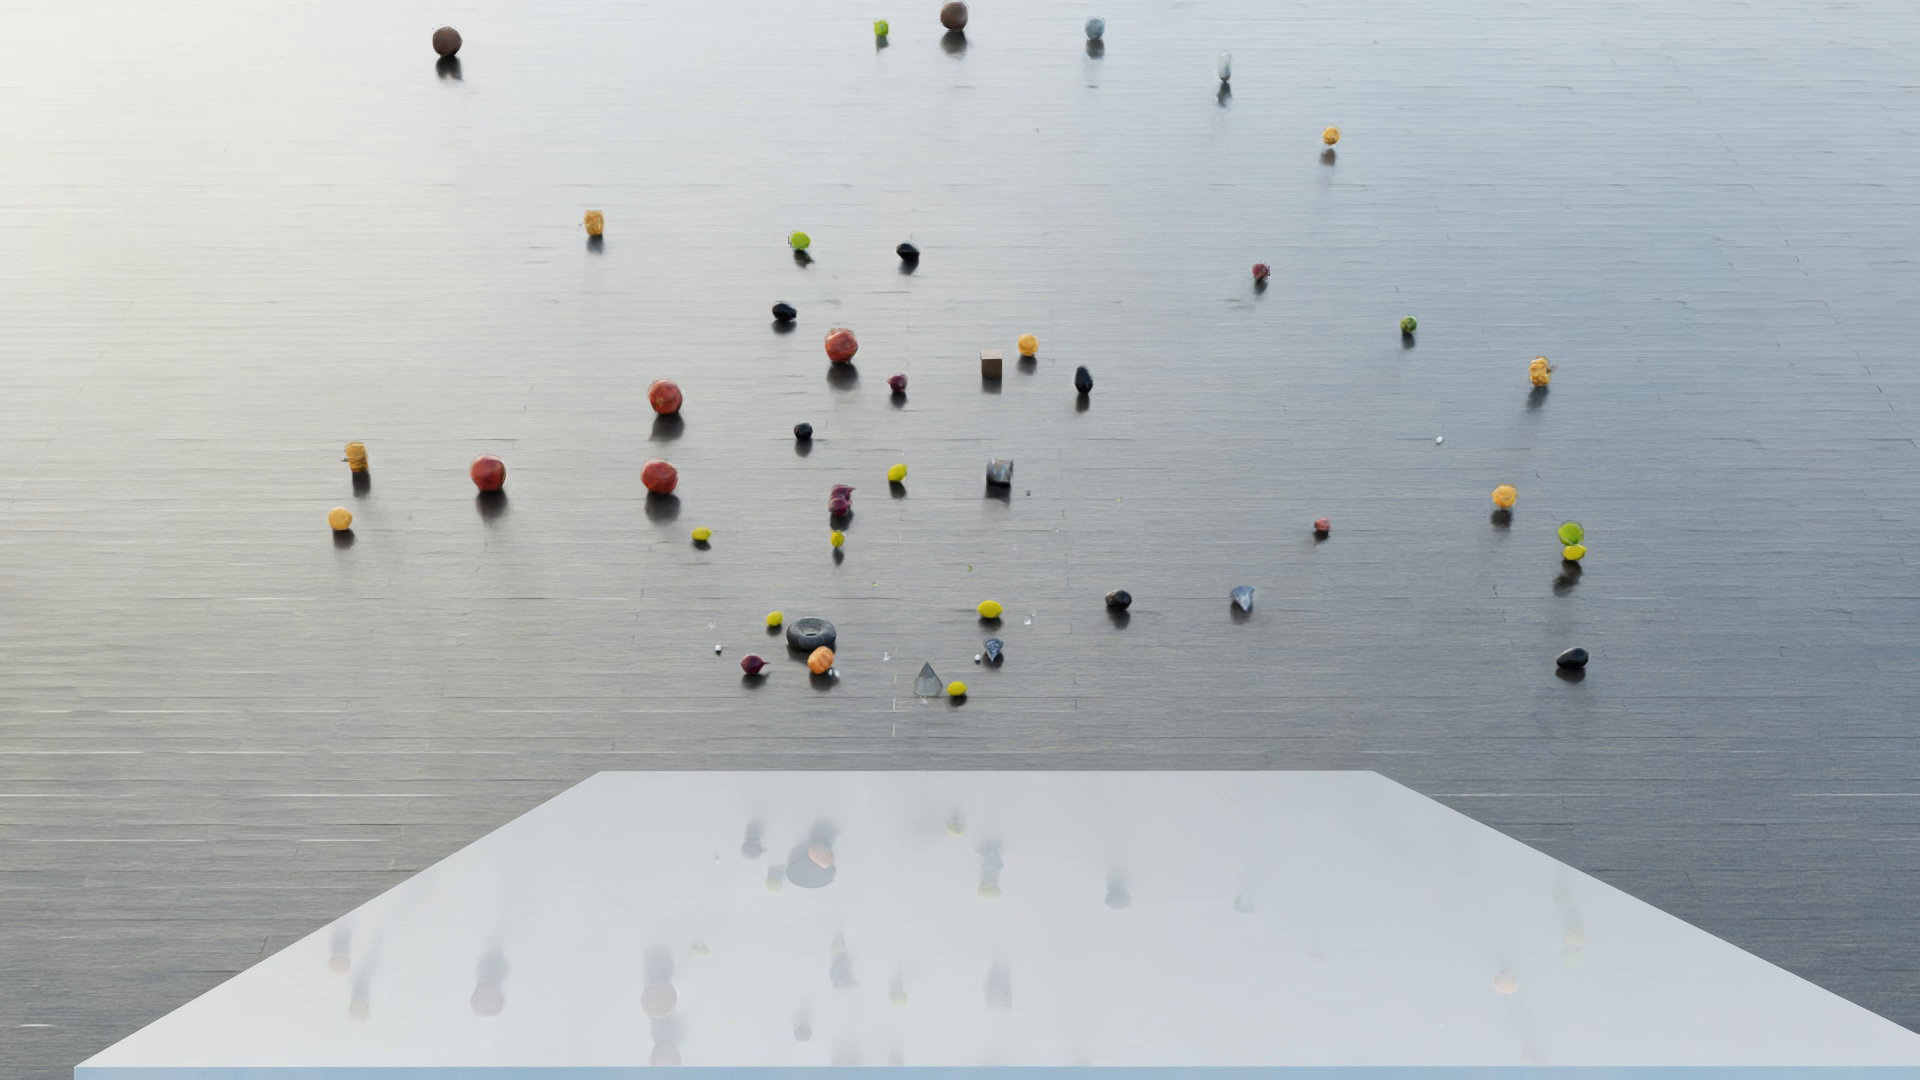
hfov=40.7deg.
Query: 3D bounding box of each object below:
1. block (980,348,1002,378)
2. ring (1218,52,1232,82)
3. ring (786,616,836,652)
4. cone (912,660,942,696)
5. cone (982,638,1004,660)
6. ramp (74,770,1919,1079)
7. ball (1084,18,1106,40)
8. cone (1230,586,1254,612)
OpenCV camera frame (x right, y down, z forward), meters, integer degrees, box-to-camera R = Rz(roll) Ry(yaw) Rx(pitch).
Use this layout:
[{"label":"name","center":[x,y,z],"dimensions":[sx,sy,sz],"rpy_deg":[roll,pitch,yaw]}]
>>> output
[{"label":"block","center":[0.105,-0.596,8.731],"dimensions":[0.069,0.069,0.069],"rpy_deg":[-2,32,-3]},{"label":"ring","center":[1.116,-1.994,10.921],"dimensions":[0.039,0.118,0.118],"rpy_deg":[3,31,21]},{"label":"ring","center":[-0.422,0.268,7.361],"dimensions":[0.143,0.048,0.143],"rpy_deg":[1,33,0]},{"label":"cone","center":[-0.091,0.369,7.159],"dimensions":[0.088,0.088,0.088],"rpy_deg":[0,32,0]},{"label":"cone","center":[0.091,0.318,7.299],"dimensions":[0.061,0.061,0.061],"rpy_deg":[2,58,3]},{"label":"ramp","center":[0.071,0.625,4.714],"dimensions":[2.000,0.100,4.000],"rpy_deg":[0,-1,0]},{"label":"ball","center":[0.592,-2.242,11.357],"dimensions":[0.091,0.091,0.091],"rpy_deg":[0,32,0]},{"label":"cone","center":[0.826,0.180,7.516],"dimensions":[0.071,0.071,0.071],"rpy_deg":[-4,59,-7]}]
